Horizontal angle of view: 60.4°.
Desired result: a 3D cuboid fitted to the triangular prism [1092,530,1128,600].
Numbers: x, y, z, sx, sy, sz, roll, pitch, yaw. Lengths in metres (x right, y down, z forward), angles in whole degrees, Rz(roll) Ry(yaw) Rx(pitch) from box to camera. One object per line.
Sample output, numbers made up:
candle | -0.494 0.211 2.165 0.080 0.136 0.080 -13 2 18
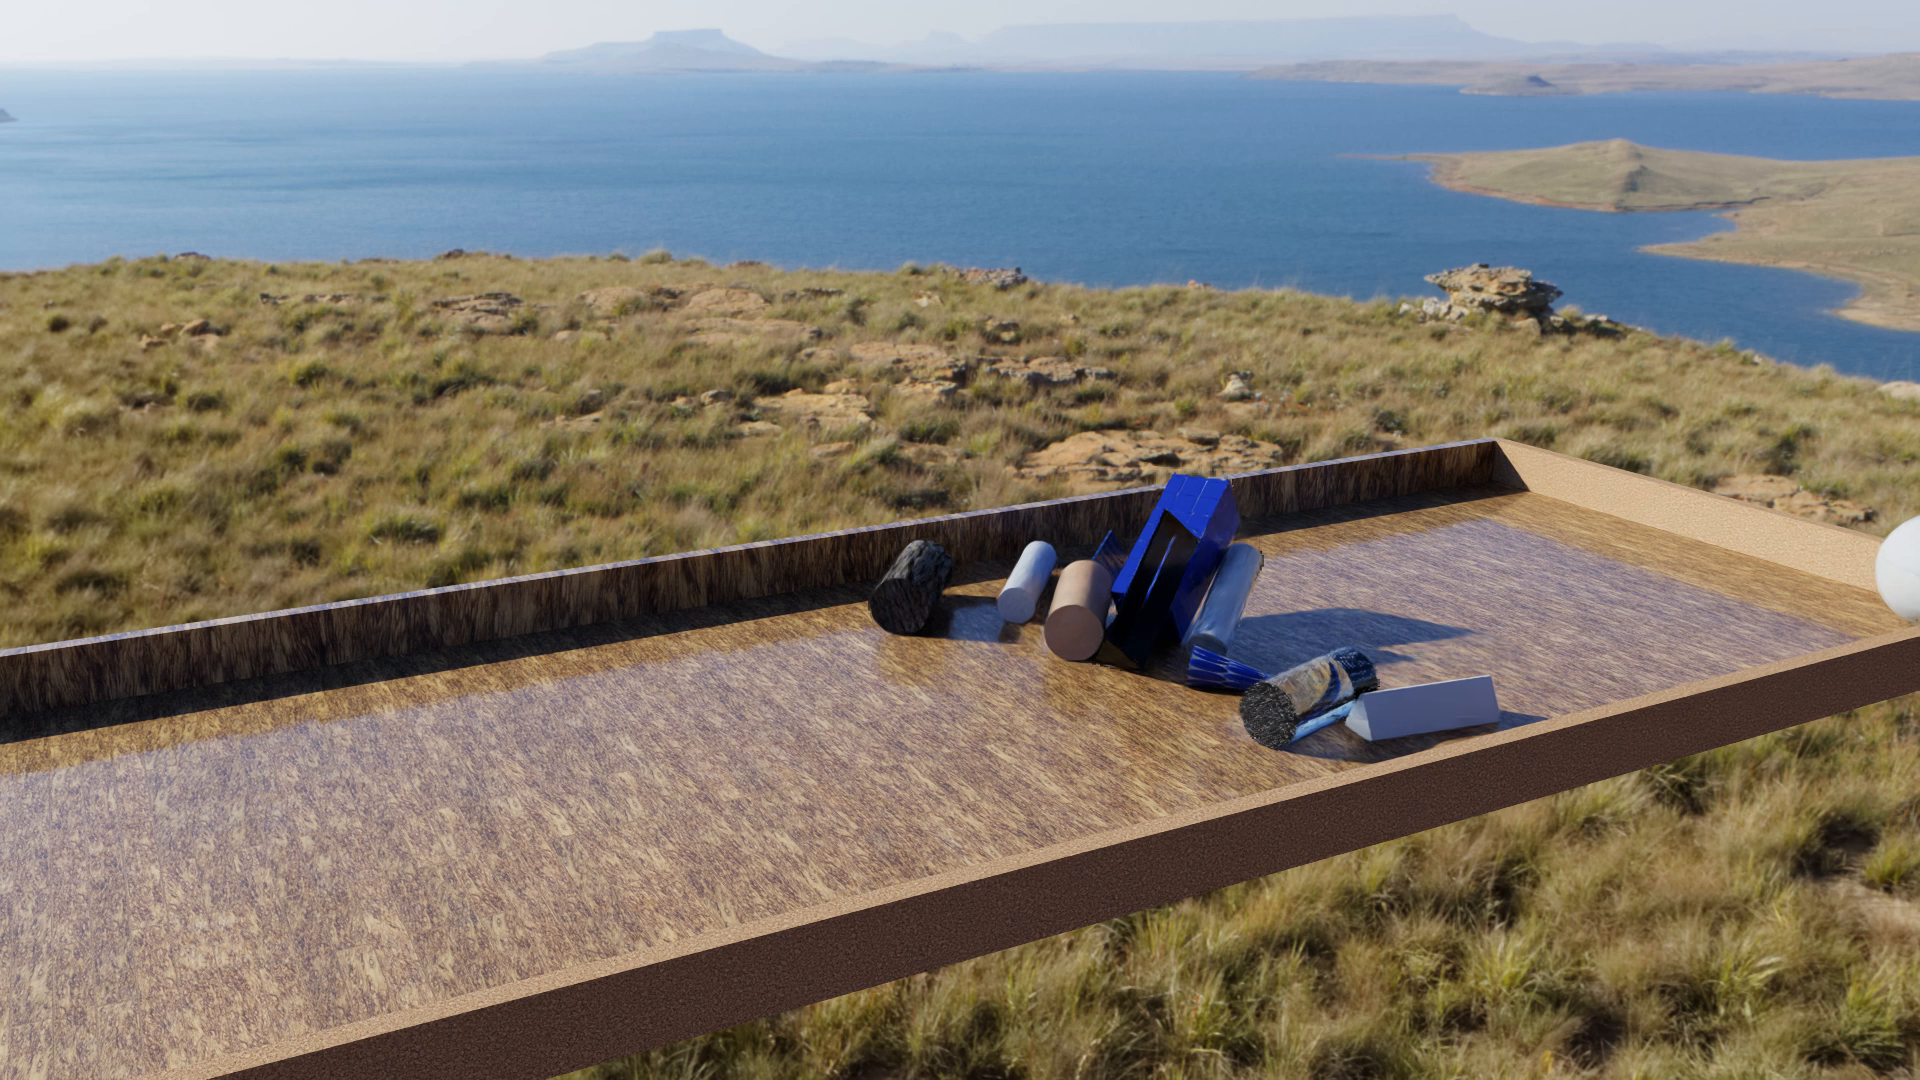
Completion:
triangular prism | 0.413 0.076 4.894 0.125 0.108 0.401 4 17 14

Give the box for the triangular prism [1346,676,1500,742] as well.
triangular prism | 1.090 0.384 3.866 0.353 0.098 0.113 -6 18 -19

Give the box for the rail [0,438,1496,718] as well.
rail | -3.305 0.497 3.399 12.000 0.150 0.050 -9 18 -27

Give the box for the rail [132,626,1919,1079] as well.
rail | -2.336 1.006 1.665 12.000 0.150 0.050 -9 18 -27

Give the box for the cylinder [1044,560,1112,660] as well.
cylinder | 0.323 0.185 4.453 0.154 0.154 0.399 2 17 8

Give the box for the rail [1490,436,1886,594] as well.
rail | 2.466 -0.048 5.253 0.050 0.150 2.100 -9 18 -27

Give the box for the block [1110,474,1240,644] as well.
block | 0.595 0.045 4.521 0.169 0.169 0.450 10 52 30

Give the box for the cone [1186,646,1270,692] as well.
cone | 0.744 0.352 4.065 0.359 0.103 0.103 13 19 15

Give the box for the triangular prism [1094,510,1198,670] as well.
triangular prism | 0.473 0.121 4.280 0.135 0.117 0.431 9 55 30

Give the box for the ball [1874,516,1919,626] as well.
ball | 2.672 0.086 4.477 0.329 0.329 0.329 0 16 0

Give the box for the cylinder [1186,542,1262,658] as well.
cylinder | 0.708 0.167 4.397 0.103 0.103 0.449 6 33 20

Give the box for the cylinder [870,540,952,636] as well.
cylinder | -0.132 0.129 4.630 0.161 0.161 0.373 3 17 9

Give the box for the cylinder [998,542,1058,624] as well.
cylinder | 0.199 0.117 4.768 0.106 0.106 0.459 3 17 10

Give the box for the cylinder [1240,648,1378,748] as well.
cylinder | 0.815 0.364 3.839 0.327 0.156 0.156 -15 22 -42
